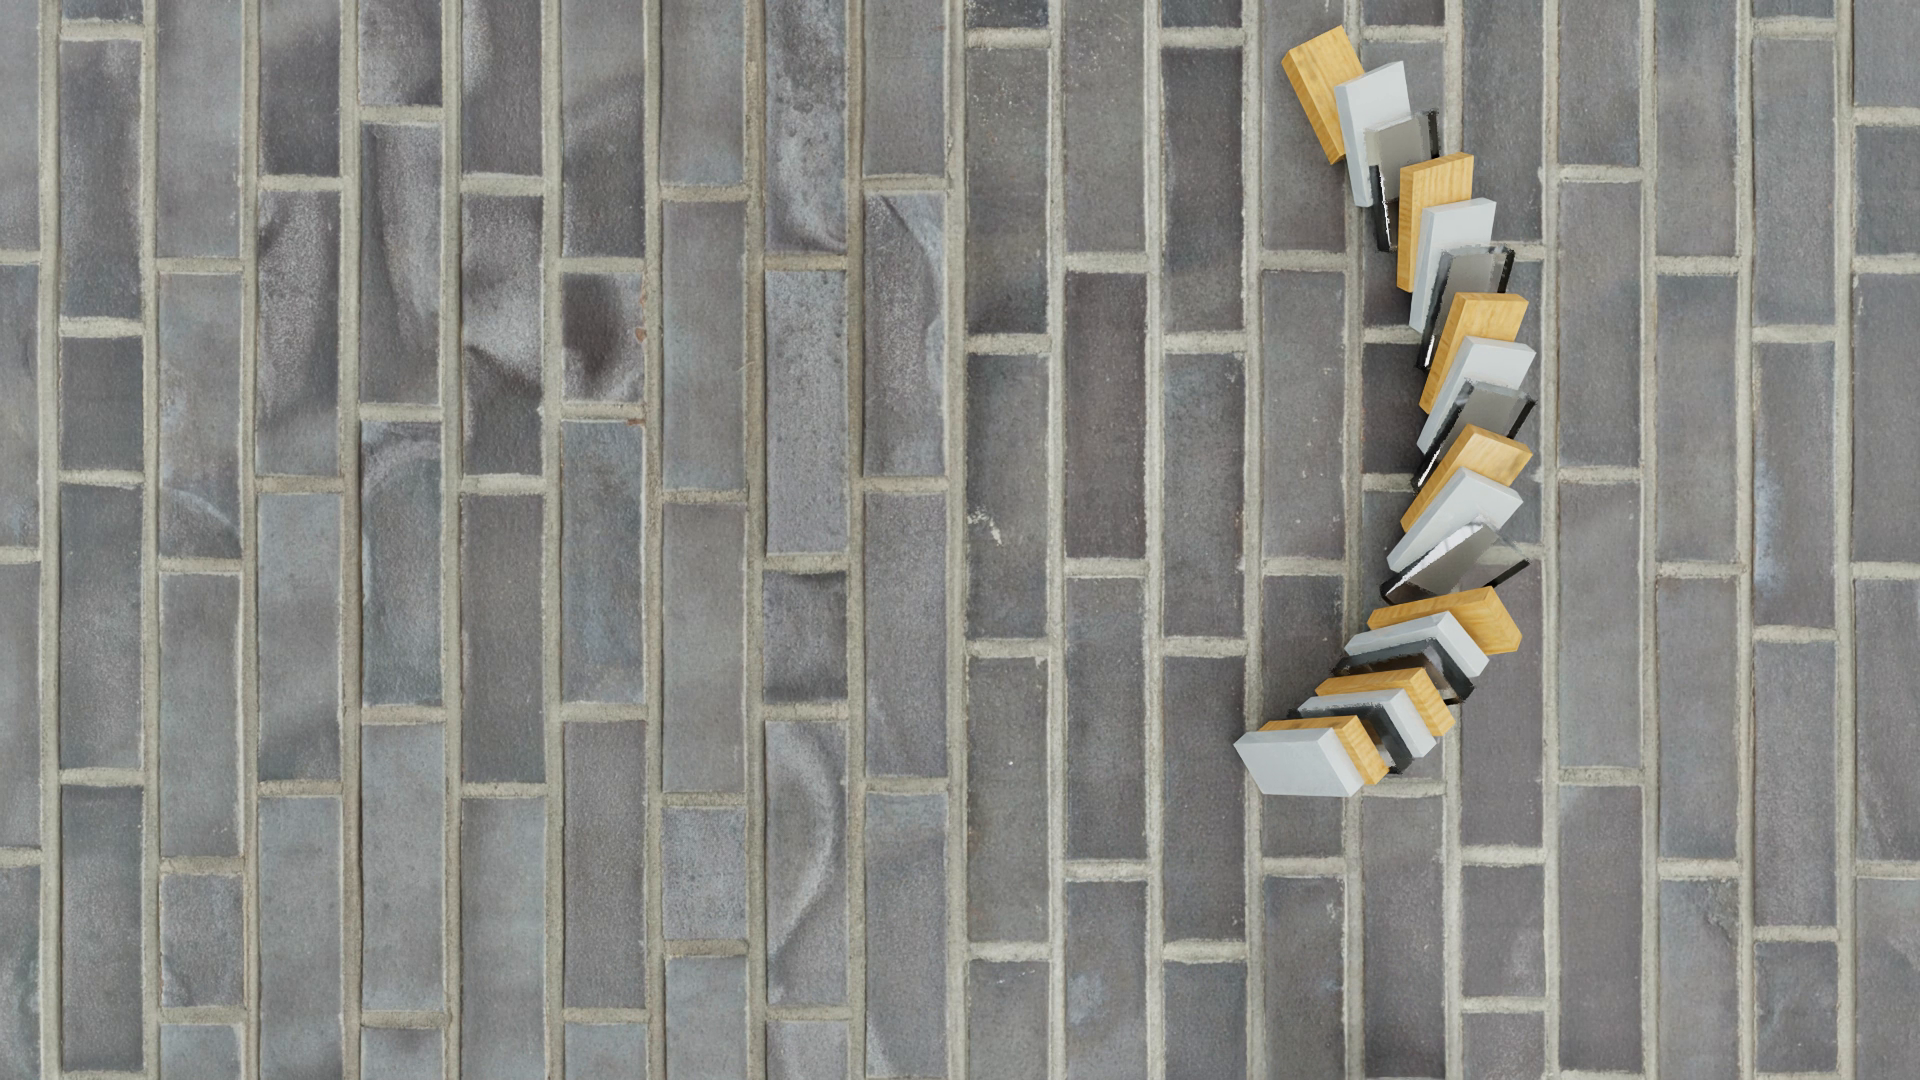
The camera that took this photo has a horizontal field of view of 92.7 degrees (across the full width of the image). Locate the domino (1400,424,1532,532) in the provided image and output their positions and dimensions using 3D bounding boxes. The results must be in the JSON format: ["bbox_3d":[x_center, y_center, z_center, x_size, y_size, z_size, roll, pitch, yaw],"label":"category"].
[{"bbox_3d":[0.210,-0.021,0.382,0.025,0.009,0.050,20,123,0],"label":"domino"}]

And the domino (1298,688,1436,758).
[{"bbox_3d":[0.165,0.076,0.376,0.009,0.050,0.025,-31,90,-26],"label":"domino"}]

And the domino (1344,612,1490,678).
[{"bbox_3d":[0.186,0.047,0.375,0.010,0.050,0.025,-40,90,-26],"label":"domino"}]

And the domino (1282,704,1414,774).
[{"bbox_3d":[0.157,0.082,0.375,0.009,0.050,0.025,-31,90,-26],"label":"domino"}]

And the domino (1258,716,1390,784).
[{"bbox_3d":[0.147,0.086,0.376,0.009,0.050,0.025,-31,90,-26],"label":"domino"}]

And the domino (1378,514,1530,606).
[{"bbox_3d":[0.205,0.015,0.382,0.025,0.010,0.050,40,122,-7],"label":"domino"}]

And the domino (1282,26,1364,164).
[{"bbox_3d":[0.162,-0.192,0.395,0.025,0.010,0.050,-26,90,0],"label":"domino"}]

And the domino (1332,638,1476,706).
[{"bbox_3d":[0.180,0.057,0.376,0.010,0.050,0.025,-39,90,-26],"label":"domino"}]

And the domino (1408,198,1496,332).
[{"bbox_3d":[0.205,-0.114,0.383,0.025,0.010,0.050,-10,122,0],"label":"domino"}]

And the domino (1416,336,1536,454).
[{"bbox_3d":[0.214,-0.058,0.382,0.025,0.009,0.050,8,123,0],"label":"domino"}]

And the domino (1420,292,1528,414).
[{"bbox_3d":[0.213,-0.077,0.382,0.025,0.009,0.050,2,124,0],"label":"domino"}]

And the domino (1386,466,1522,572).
[{"bbox_3d":[0.205,-0.004,0.382,0.025,0.010,0.050,24,123,0],"label":"domino"}]

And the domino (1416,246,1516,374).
[{"bbox_3d":[0.210,-0.095,0.383,0.025,0.009,0.050,-4,123,0],"label":"domino"}]

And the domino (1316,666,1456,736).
[{"bbox_3d":[0.173,0.068,0.376,0.009,0.050,0.025,-31,90,-26],"label":"domino"}]

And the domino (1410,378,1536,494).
[{"bbox_3d":[0.213,-0.040,0.382,0.025,0.010,0.050,13,123,0],"label":"domino"}]

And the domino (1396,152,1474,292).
[{"bbox_3d":[0.198,-0.132,0.383,0.025,0.010,0.050,-16,122,0],"label":"domino"}]

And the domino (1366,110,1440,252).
[{"bbox_3d":[0.187,-0.150,0.385,0.025,0.009,0.050,-20,116,0],"label":"domino"}]

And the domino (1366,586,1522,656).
[{"bbox_3d":[0.197,0.037,0.375,0.009,0.050,0.025,-43,101,-36],"label":"domino"}]

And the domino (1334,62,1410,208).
[{"bbox_3d":[0.176,-0.170,0.385,0.025,0.010,0.050,-23,115,0],"label":"domino"}]

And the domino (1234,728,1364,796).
[{"bbox_3d":[0.137,0.091,0.376,0.009,0.050,0.025,-31,90,-26],"label":"domino"}]
